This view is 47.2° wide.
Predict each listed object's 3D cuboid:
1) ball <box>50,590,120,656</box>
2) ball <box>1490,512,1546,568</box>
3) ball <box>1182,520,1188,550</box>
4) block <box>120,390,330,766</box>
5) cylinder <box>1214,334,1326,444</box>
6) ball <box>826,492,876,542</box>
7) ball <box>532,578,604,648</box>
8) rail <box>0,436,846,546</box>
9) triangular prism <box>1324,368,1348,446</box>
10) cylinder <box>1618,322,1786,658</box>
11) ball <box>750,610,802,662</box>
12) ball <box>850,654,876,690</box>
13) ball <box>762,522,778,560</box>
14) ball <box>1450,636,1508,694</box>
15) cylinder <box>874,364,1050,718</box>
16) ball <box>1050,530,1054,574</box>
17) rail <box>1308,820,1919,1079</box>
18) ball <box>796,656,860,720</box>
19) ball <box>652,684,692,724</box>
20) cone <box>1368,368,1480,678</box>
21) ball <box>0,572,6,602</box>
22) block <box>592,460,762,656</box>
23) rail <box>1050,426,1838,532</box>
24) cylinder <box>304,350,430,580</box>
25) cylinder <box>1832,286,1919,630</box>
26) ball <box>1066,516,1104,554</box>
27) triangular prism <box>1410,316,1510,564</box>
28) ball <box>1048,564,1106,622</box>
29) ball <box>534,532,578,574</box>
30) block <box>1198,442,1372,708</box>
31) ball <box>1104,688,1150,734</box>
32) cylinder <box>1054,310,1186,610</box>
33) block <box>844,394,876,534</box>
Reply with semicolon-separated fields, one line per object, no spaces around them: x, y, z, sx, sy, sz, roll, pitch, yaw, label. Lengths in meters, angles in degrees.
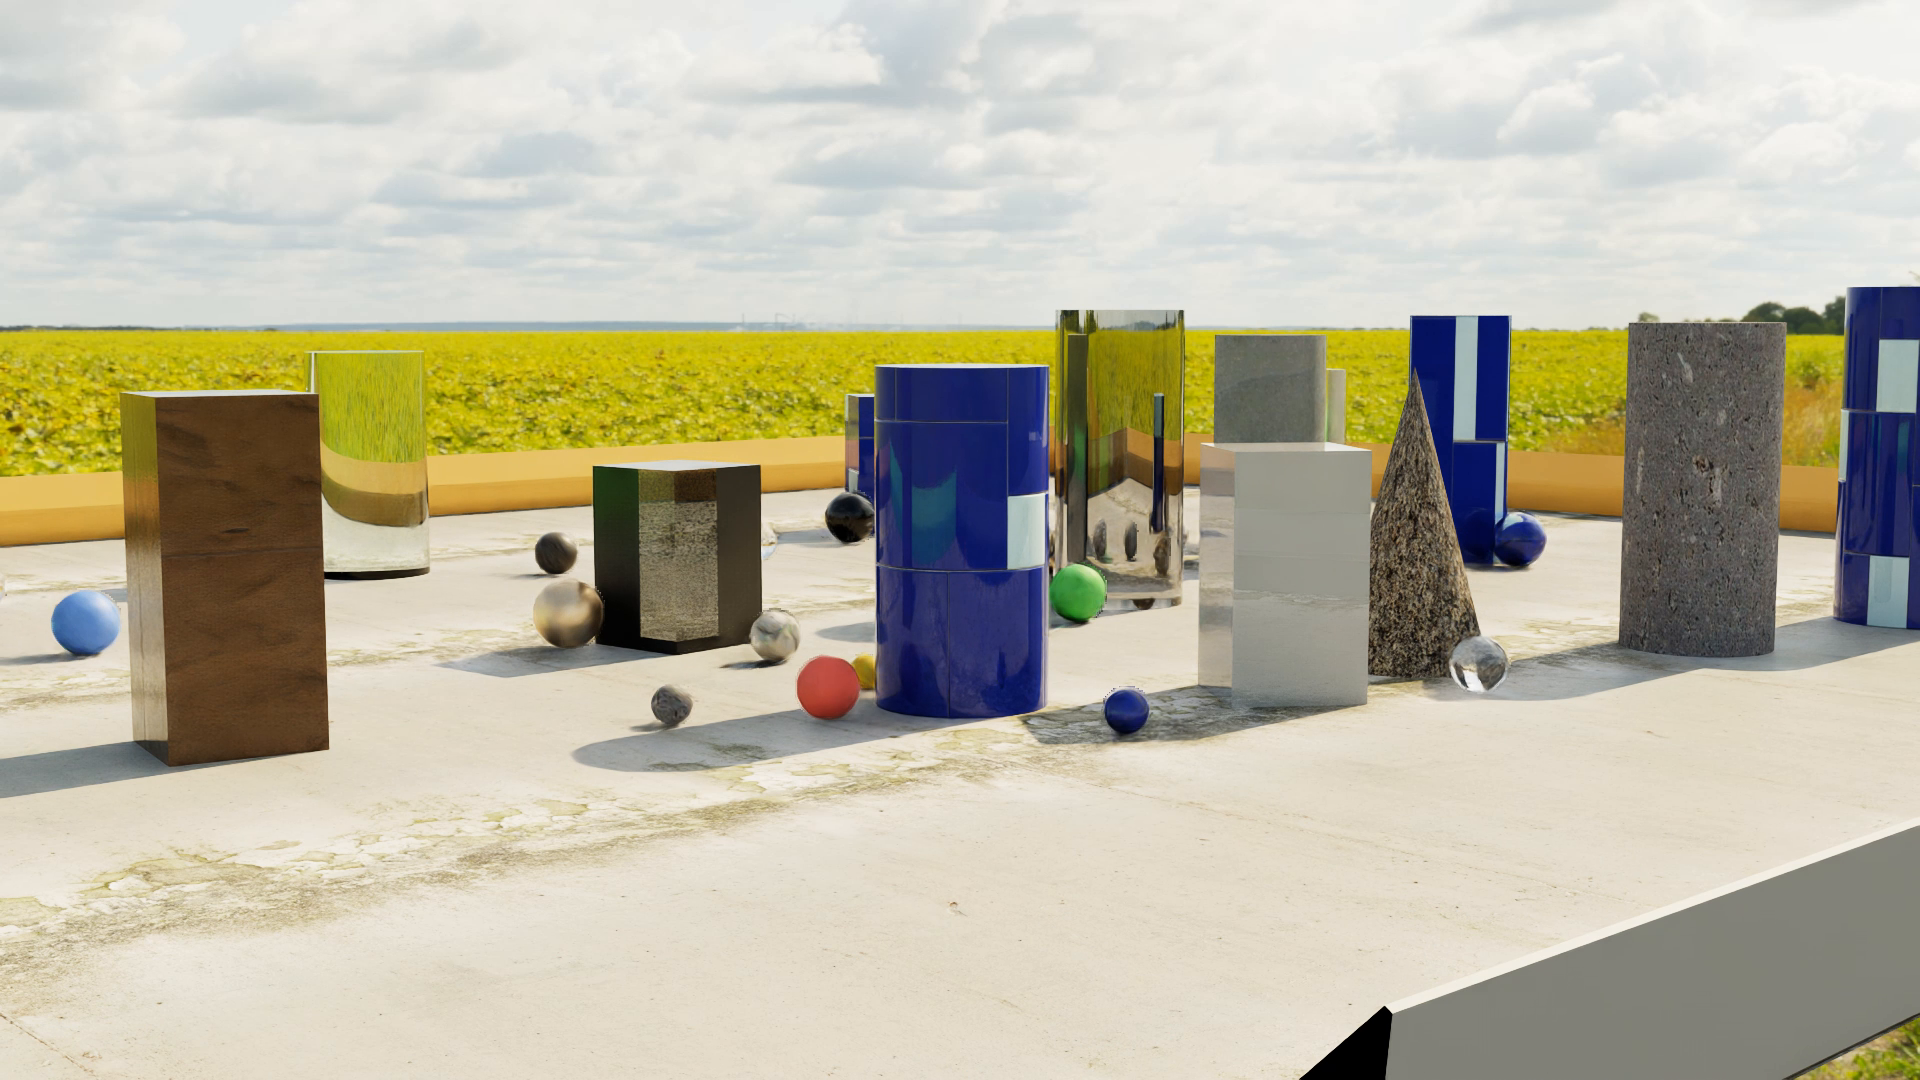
-1.132;0.107;2.847;0.084;0.084;0.084;0;6;0;ball
0.971;0.000;3.823;0.094;0.094;0.094;0;6;0;ball
0.376;-0.009;3.992;0.077;0.077;0.077;0;6;0;ball
-0.750;0.031;2.241;0.158;0.361;0.158;-4;7;-32;block
0.550;-0.164;3.913;0.197;0.401;0.197;0;6;0;cylinder
-0.210;-0.044;4.222;0.099;0.099;0.099;0;6;0;ball
-0.518;0.097;2.905;0.093;0.093;0.093;0;6;0;ball
-1.240;-0.106;4.668;4.071;0.128;0.045;-5;8;-42;rail
0.657;-0.170;4.307;0.171;0.331;0.148;0;6;0;triangular prism
0.979;-0.072;2.905;0.197;0.428;0.197;0;6;0;cylinder
-0.234;0.122;2.793;0.065;0.065;0.065;0;6;0;ball
-0.110;0.156;2.588;0.041;0.041;0.041;0;6;0;ball
-0.360;0.003;3.921;0.069;0.069;0.069;0;6;0;ball
0.605;0.145;2.565;0.068;0.068;0.068;0;6;0;ball
0.002;-0.005;2.484;0.197;0.383;0.197;0;6;0;cylinder
0.144;0.020;3.702;0.079;0.079;0.079;0;6;0;ball
1.240;0.173;1.996;4.071;0.128;0.045;-5;8;-42;rail
-0.144;0.161;2.399;0.070;0.070;0.070;0;6;0;ball
-0.311;0.177;2.370;0.044;0.044;0.044;0;6;0;ball
0.565;-0.029;2.751;0.197;0.375;0.197;0;6;0;cone
-1.438;0.068;3.201;0.089;0.089;0.089;0;6;0;ball
-0.377;0.019;2.944;0.158;0.239;0.158;5;8;39;block
1.479;-0.108;4.689;0.045;0.128;3.704;-5;8;-42;rail
-1.001;-0.130;3.716;0.197;0.375;0.197;0;6;0;cylinder
1.363;-0.122;3.143;0.197;0.477;0.197;0;6;0;cylinder
0.227;-0.008;4.015;0.070;0.070;0.070;0;6;0;ball
0.898;-0.185;3.948;0.171;0.436;0.148;2;6;16;triangular prism
0.168;0.076;3.153;0.082;0.082;0.082;0;6;0;ball
-0.682;0.022;3.714;0.073;0.073;0.073;0;6;0;ball
0.373;0.036;2.544;0.158;0.288;0.158;-1;6;-8;block
0.176;0.180;2.320;0.048;0.048;0.048;0;6;0;ball
0.242;-0.127;3.349;0.197;0.445;0.197;0;6;0;cylinder
-0.142;-0.158;4.474;0.158;0.273;0.158;-1;6;-13;block
